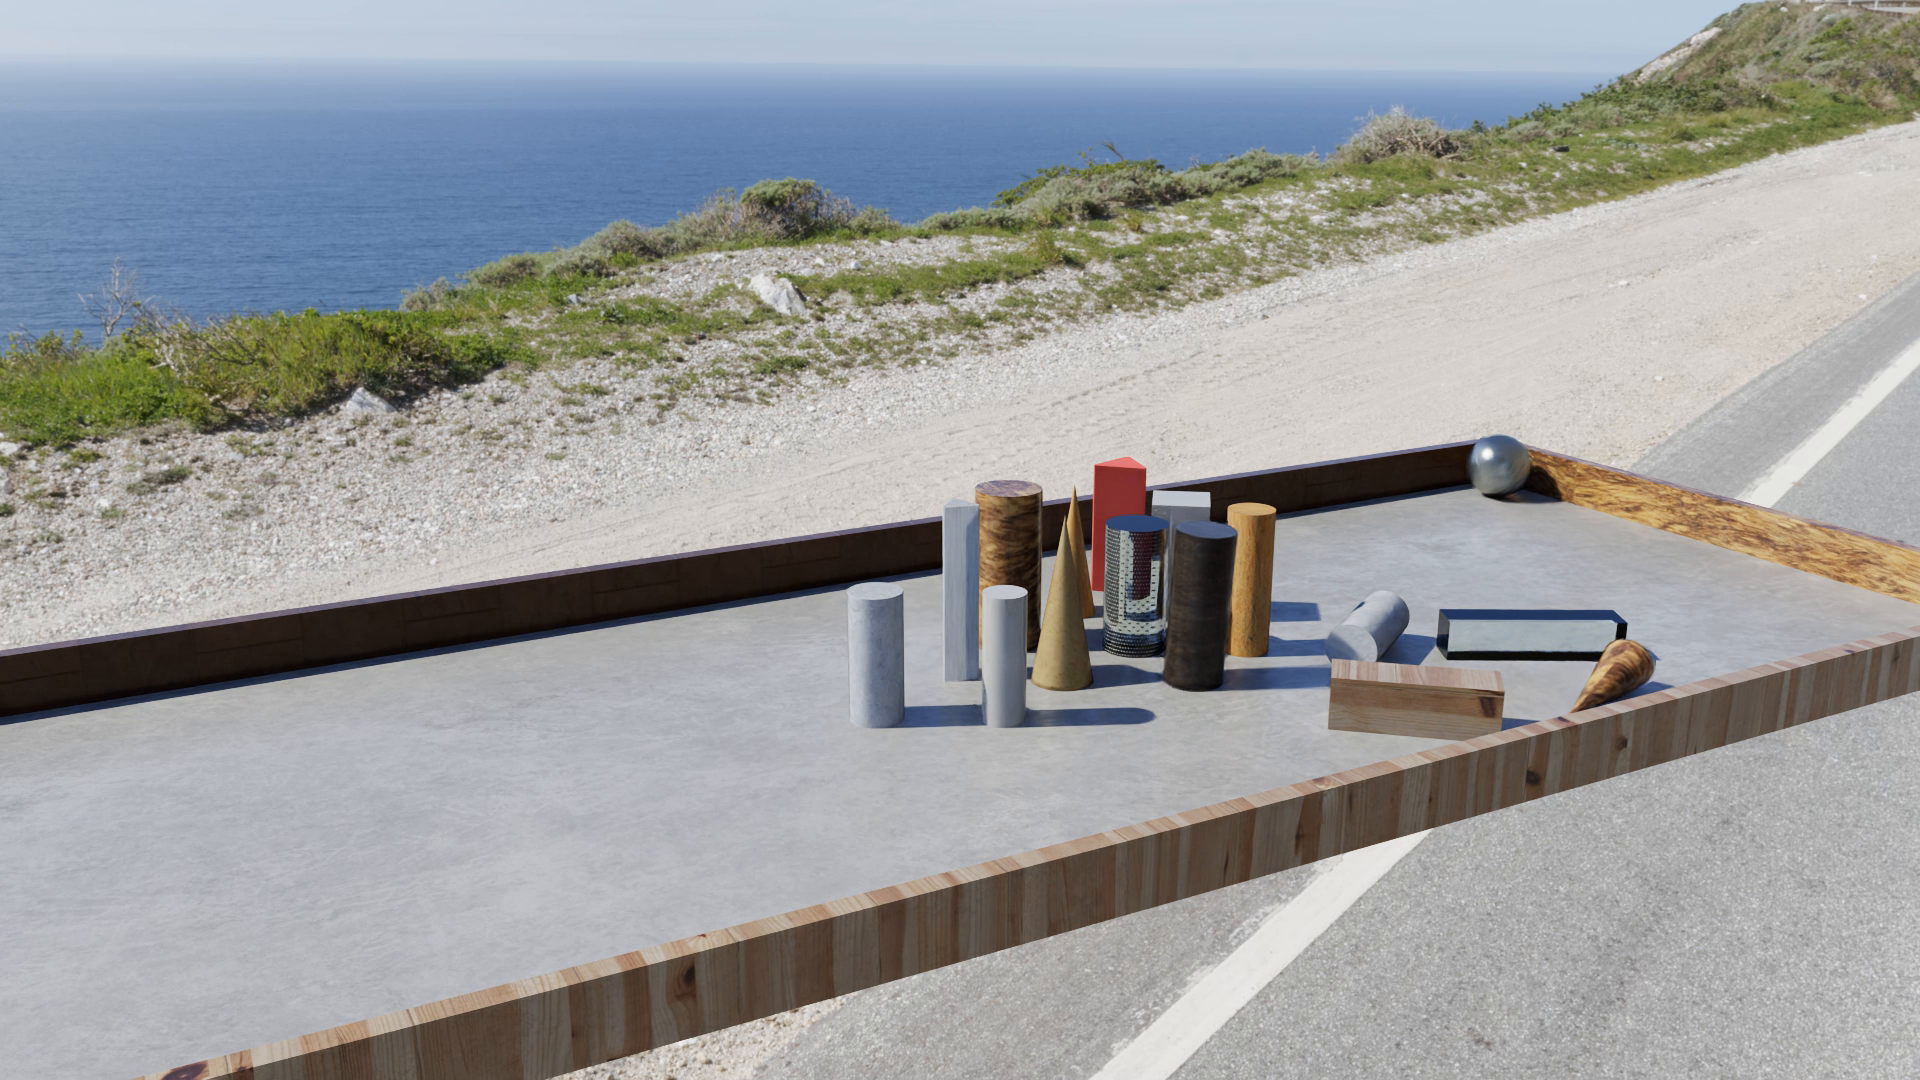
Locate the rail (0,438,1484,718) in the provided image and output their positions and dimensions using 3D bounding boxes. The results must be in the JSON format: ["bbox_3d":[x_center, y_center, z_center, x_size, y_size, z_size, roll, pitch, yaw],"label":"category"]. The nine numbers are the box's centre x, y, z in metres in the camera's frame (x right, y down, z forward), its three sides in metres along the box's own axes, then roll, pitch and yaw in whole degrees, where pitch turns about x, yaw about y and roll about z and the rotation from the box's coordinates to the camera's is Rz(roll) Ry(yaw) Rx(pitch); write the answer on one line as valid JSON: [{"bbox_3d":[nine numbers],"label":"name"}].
[{"bbox_3d":[-3.305,0.497,3.399,12.000,0.150,0.050,-9,18,-27],"label":"rail"}]

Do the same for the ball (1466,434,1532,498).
[{"bbox_3d":[1.915,-0.262,5.856,0.221,0.221,0.221,0,16,0],"label":"ball"}]

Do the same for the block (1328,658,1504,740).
[{"bbox_3d":[1.060,0.375,3.851,0.384,0.129,0.129,4,17,12],"label":"block"}]

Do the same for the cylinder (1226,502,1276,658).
[{"bbox_3d":[0.754,0.105,4.314,0.124,0.386,0.124,0,16,0],"label":"cylinder"}]

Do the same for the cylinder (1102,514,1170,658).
[{"bbox_3d":[0.461,0.121,4.337,0.166,0.342,0.166,0,16,0],"label":"cylinder"}]

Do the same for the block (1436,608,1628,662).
[{"bbox_3d":[1.495,0.249,4.321,0.456,0.105,0.105,0,16,1],"label":"block"}]

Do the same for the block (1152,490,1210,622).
[{"bbox_3d":[0.611,0.046,4.602,0.157,0.335,0.157,2,17,7],"label":"block"}]

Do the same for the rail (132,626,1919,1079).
[{"bbox_3d":[-2.336,1.006,1.665,12.000,0.150,0.050,-9,18,-27],"label":"rail"}]

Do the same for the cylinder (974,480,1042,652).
[{"bbox_3d":[0.127,0.069,4.363,0.178,0.427,0.178,0,16,0],"label":"cylinder"}]

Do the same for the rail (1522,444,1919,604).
[{"bbox_3d":[2.466,-0.048,5.253,0.050,0.150,2.100,-9,18,-27],"label":"rail"}]

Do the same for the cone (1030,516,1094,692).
[{"bbox_3d":[0.257,0.145,4.095,0.159,0.433,0.159,0,16,0],"label":"cone"}]

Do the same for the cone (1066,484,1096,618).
[{"bbox_3d":[0.317,0.023,4.609,0.130,0.377,0.130,0,16,0],"label":"cone"}]

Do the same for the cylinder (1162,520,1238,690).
[{"bbox_3d":[0.594,0.163,4.090,0.150,0.395,0.150,3,17,-1],"label":"cylinder"}]

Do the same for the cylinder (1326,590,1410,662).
[{"bbox_3d":[1.067,0.239,4.305,0.133,0.133,0.315,9,19,28],"label":"cylinder"}]

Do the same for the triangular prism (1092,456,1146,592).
[{"bbox_3d":[0.476,-0.046,4.839,0.150,0.379,0.130,5,17,16],"label":"triangular prism"}]

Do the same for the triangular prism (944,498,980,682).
[{"bbox_3d":[-0.006,0.124,4.127,0.091,0.454,0.079,-4,17,-14],"label":"triangular prism"}]

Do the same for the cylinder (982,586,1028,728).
[{"bbox_3d":[0.104,0.273,3.862,0.105,0.318,0.105,0,16,0],"label":"cylinder"}]

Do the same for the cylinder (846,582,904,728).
[{"bbox_3d":[-0.197,0.270,3.872,0.131,0.318,0.131,0,16,0],"label":"cylinder"}]

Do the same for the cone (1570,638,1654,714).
[{"bbox_3d":[1.545,0.366,3.998,0.126,0.126,0.340,16,33,43],"label":"cone"}]
